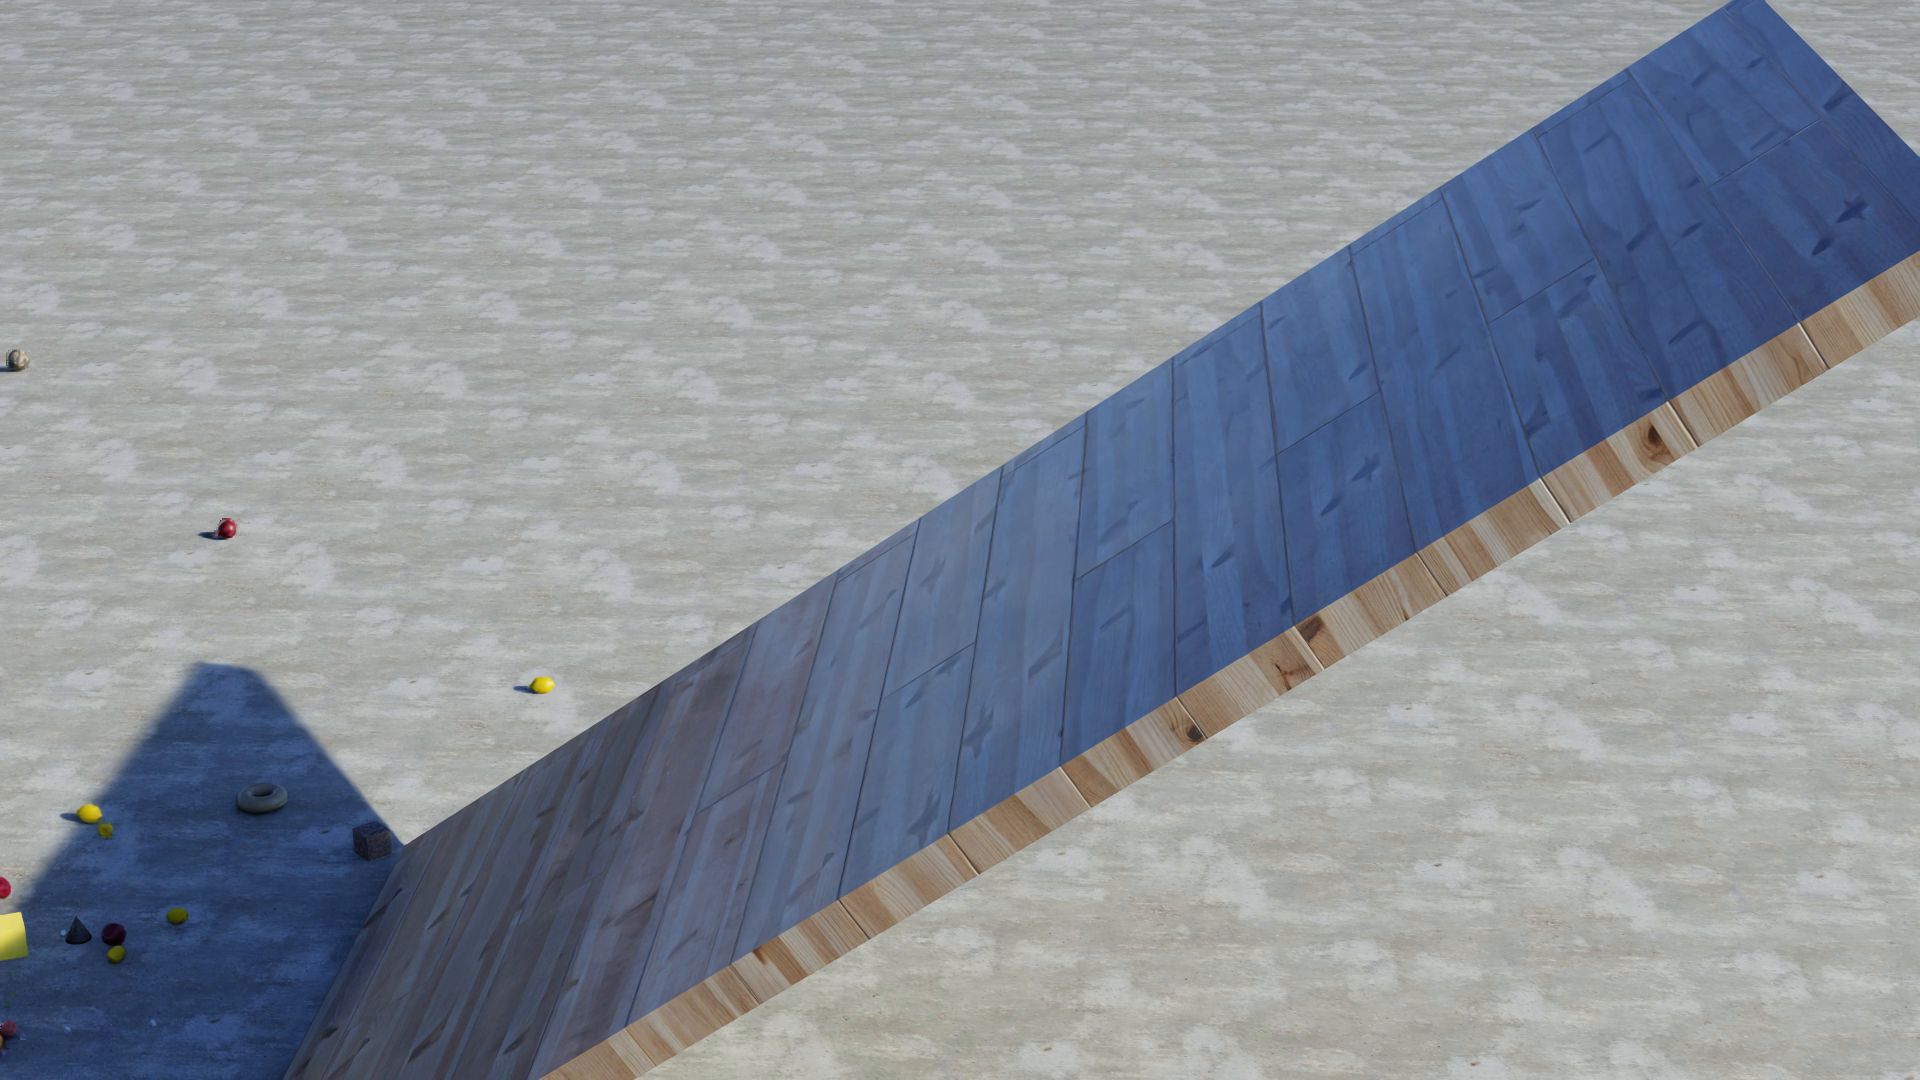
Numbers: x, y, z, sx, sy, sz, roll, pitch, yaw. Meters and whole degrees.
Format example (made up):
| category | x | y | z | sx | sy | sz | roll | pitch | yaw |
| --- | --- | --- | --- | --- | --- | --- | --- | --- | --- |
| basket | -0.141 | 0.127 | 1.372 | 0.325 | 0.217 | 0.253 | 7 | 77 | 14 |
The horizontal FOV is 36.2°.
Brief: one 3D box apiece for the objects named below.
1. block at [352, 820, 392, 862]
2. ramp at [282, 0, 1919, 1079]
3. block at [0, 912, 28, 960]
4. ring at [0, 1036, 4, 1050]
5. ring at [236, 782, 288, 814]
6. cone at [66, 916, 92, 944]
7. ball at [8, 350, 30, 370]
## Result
| category | x | y | z | sx | sy | sz | roll | pitch | yaw |
| --- | --- | --- | --- | --- | --- | --- | --- | --- | --- |
| block | -1.572 | 0.805 | 7.863 | 0.071 | 0.071 | 0.071 | -18 | 28 | -38 |
| ramp | 0.136 | 0.174 | 6.305 | 4.000 | 0.100 | 2.000 | -32 | 16 | 15 |
| block | -2.385 | 0.994 | 7.362 | 0.083 | 0.083 | 0.083 | -9 | 23 | -21 |
| ring | -2.311 | 1.190 | 6.919 | 0.117 | 0.039 | 0.117 | 0 | 23 | 0 |
| ring | -1.930 | 0.713 | 8.133 | 0.140 | 0.047 | 0.140 | 1 | 21 | 0 |
| cone | -2.229 | 0.977 | 7.428 | 0.065 | 0.065 | 0.065 | 0 | 21 | 0 |
| ball | -3.762 | -0.720 | 11.761 | 0.084 | 0.084 | 0.084 | 0 | 21 | 0 |
